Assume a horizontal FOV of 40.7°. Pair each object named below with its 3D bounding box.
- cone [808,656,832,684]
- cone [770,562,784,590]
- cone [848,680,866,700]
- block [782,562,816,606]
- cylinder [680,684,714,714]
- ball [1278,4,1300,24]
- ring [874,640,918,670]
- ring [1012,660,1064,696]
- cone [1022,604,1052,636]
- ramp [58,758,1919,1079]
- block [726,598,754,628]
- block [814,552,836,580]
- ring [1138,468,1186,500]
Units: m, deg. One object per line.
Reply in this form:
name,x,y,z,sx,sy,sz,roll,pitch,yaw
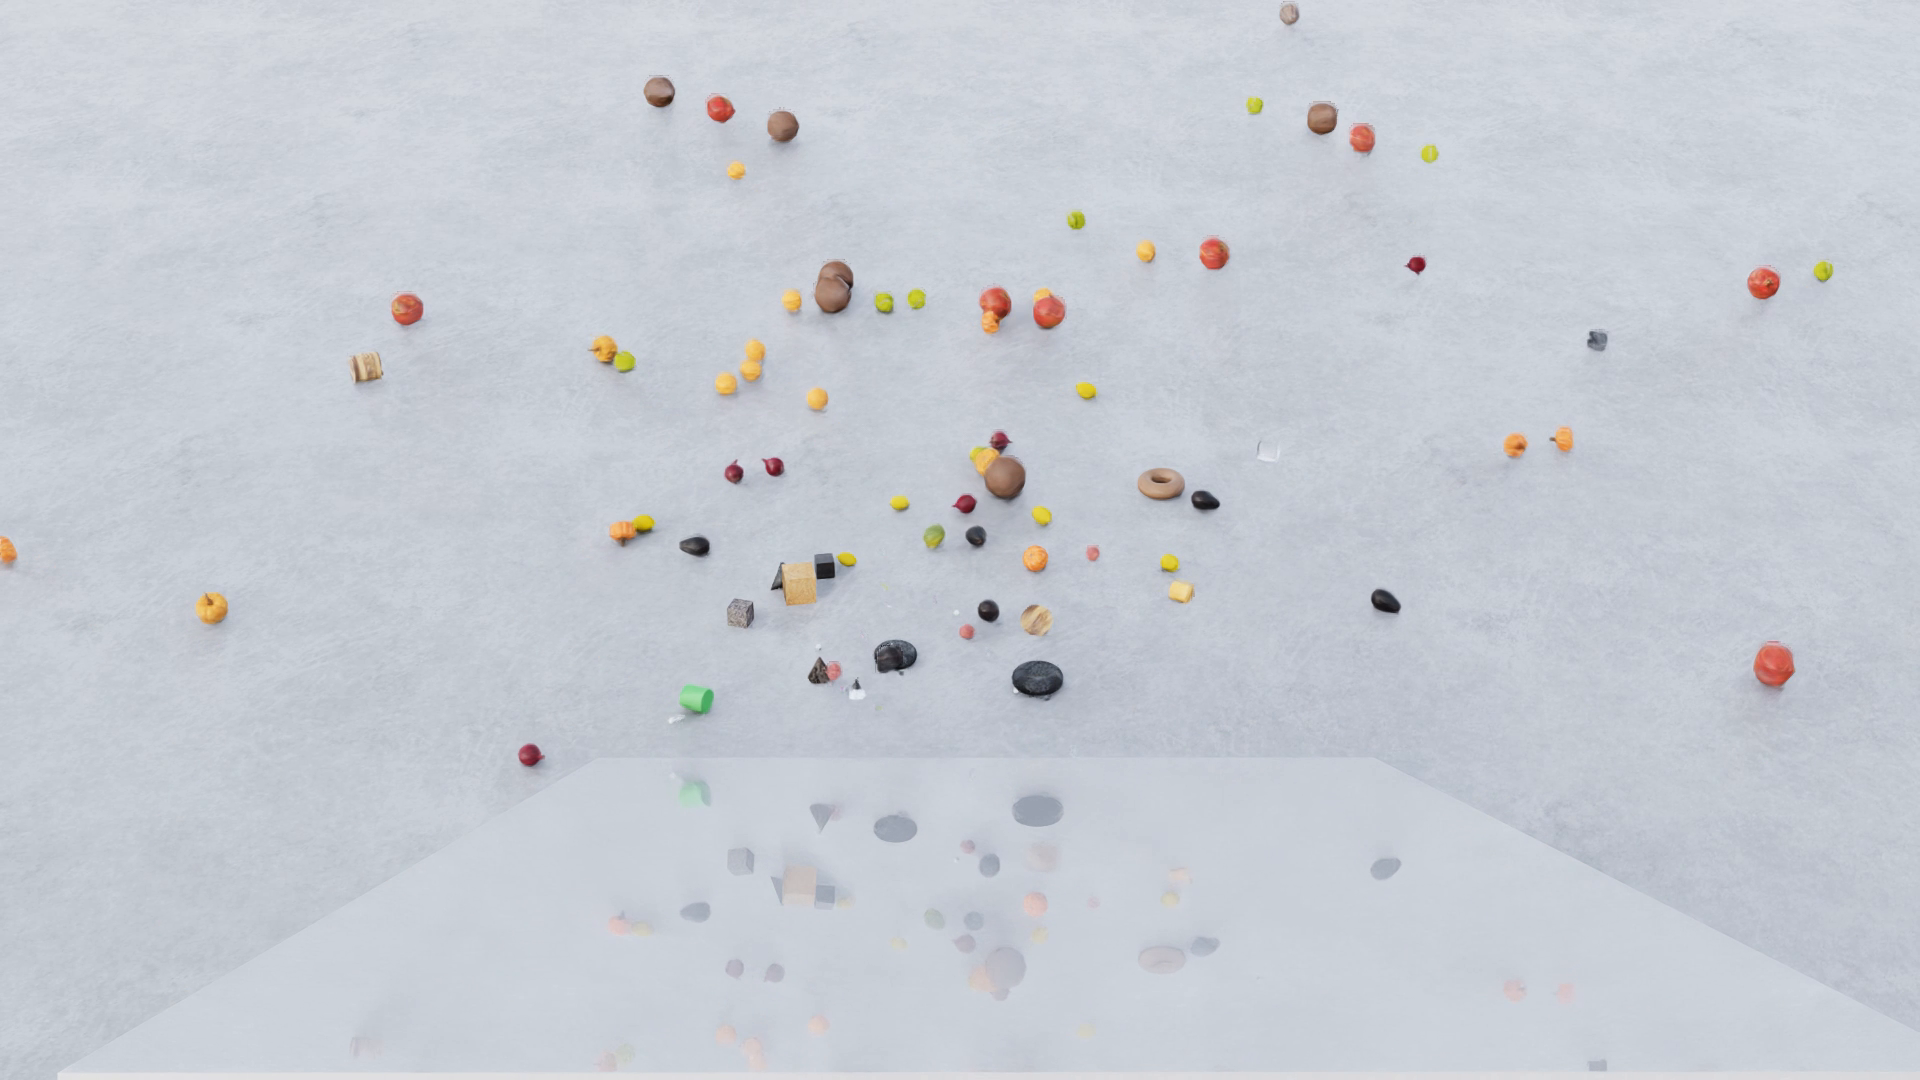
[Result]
cone,-0.386,0.348,7.132,0.070,0.070,0.070,0,30,0
cone,-0.524,0.121,7.552,0.082,0.082,0.082,-43,45,-14
cone,-0.282,0.402,7.061,0.050,0.050,0.050,0,30,0
block,-0.466,0.127,7.492,0.087,0.087,0.087,-5,31,-9
cylinder,-0.713,0.429,6.999,0.066,0.066,0.066,14,33,22
ball,1.497,-2.391,11.769,0.094,0.094,0.094,0,30,0
ring,-0.180,0.320,7.211,0.122,0.041,0.122,0,32,0
ring,0.213,0.379,7.102,0.143,0.048,0.143,0,29,0
cone,0.222,0.225,7.371,0.090,0.090,0.090,3,4,5
ramp,0.068,0.605,4.670,2.000,0.100,4.000,0,0,0
block,-0.626,0.209,7.380,0.058,0.058,0.058,9,32,15
block,-0.398,0.077,7.610,0.054,0.054,0.054,-5,31,-9
ring,0.626,-0.176,8.044,0.150,0.050,0.150,-1,31,1
